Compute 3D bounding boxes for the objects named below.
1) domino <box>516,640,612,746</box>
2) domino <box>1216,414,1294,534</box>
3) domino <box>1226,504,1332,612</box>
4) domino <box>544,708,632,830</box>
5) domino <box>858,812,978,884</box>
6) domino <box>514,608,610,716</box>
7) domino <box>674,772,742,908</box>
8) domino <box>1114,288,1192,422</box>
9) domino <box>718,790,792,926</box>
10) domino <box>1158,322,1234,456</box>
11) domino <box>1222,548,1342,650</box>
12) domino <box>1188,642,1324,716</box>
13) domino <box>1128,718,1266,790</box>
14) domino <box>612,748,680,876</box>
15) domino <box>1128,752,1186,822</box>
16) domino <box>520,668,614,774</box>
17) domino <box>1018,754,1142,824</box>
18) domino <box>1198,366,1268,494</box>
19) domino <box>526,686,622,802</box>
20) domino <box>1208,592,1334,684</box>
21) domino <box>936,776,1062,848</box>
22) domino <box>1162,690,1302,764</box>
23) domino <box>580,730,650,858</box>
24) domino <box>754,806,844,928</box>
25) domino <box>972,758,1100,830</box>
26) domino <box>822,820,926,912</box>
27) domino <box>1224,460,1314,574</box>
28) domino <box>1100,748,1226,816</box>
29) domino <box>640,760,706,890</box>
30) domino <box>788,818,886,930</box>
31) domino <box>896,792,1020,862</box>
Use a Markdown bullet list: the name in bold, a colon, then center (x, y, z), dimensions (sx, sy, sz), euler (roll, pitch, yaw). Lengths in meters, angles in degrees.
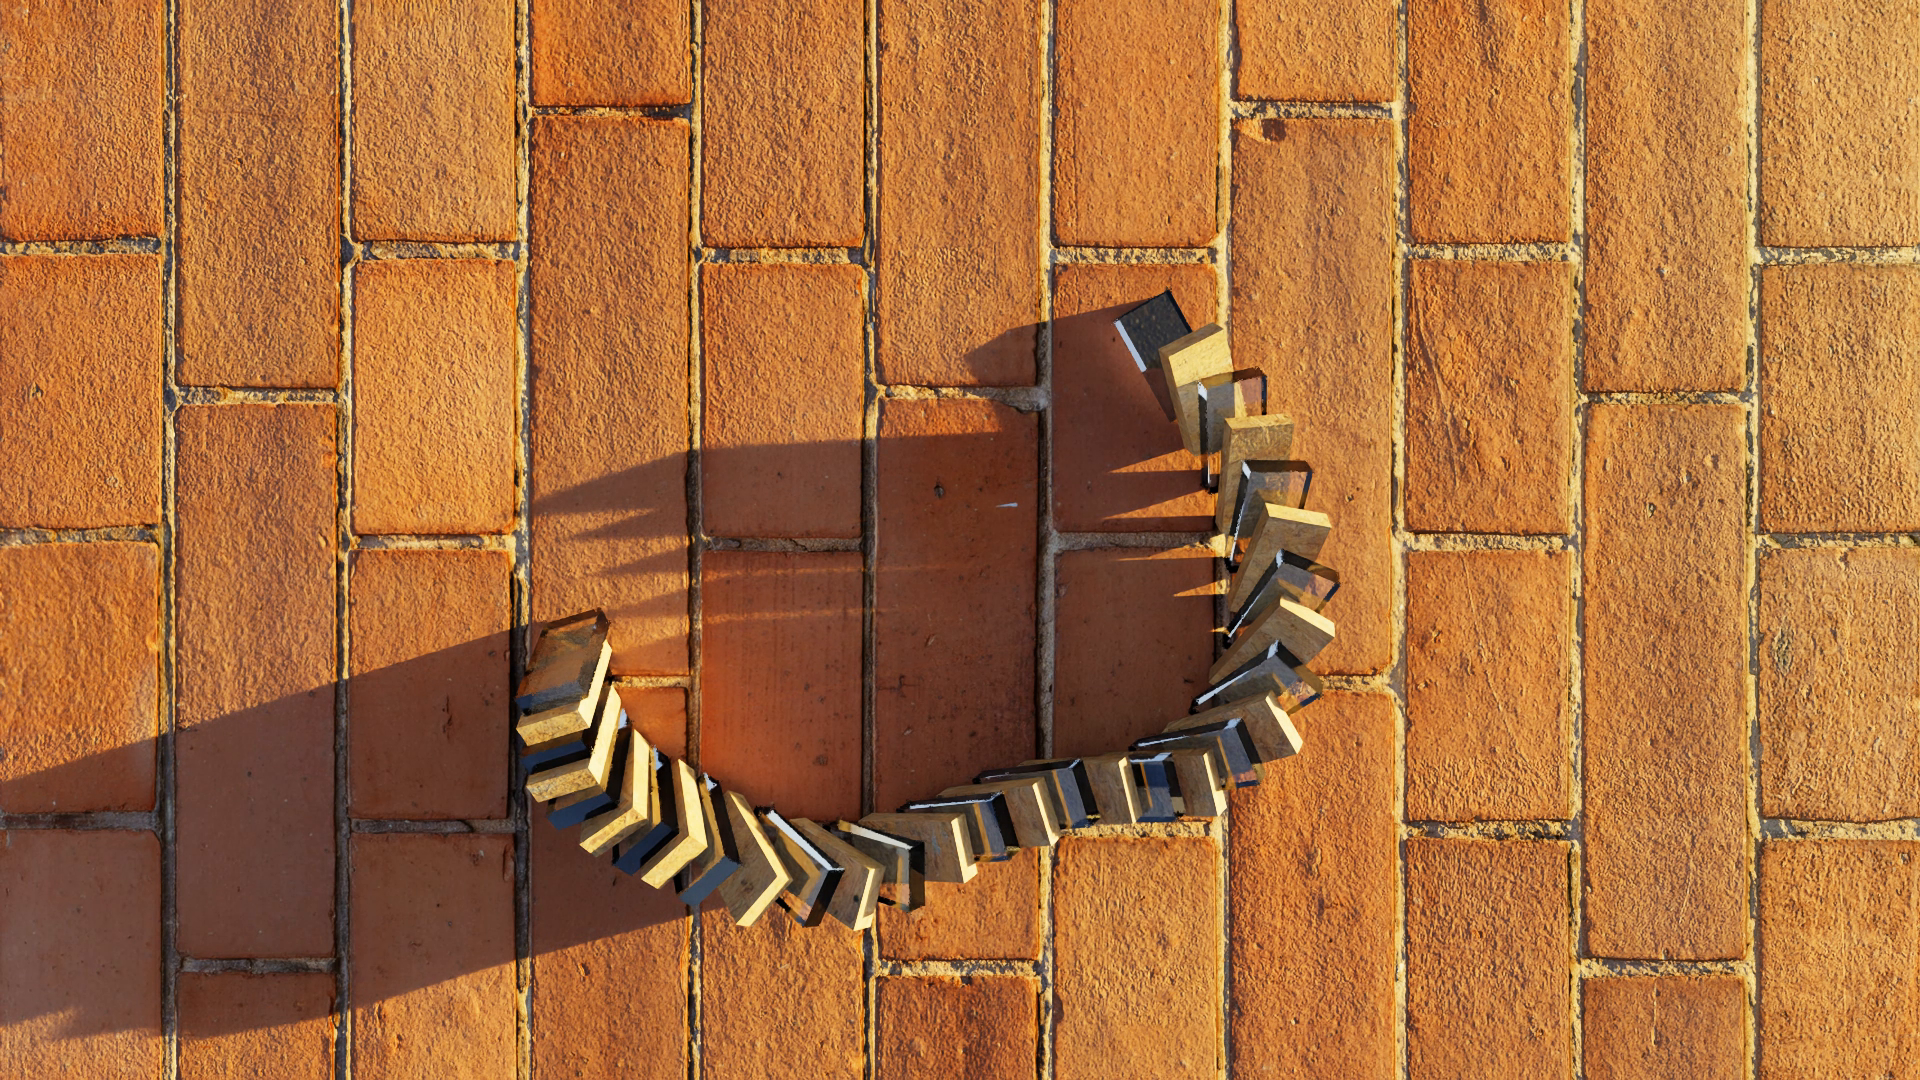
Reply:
- **domino**: center (-0.161, 0.060, 0.376), dimensions (0.025, 0.050, 0.009), euler (-17, 122, 0)
- **domino**: center (0.122, -0.027, 0.382), dimensions (0.025, 0.010, 0.050), euler (-5, 123, 0)
- **domino**: center (0.132, 0.010, 0.382), dimensions (0.025, 0.010, 0.050), euler (10, 126, 0)
- **domino**: center (-0.151, 0.093, 0.376), dimensions (0.025, 0.050, 0.009), euler (-21, 121, 0)
- **domino**: center (-0.018, 0.128, 0.382), dimensions (0.050, 0.009, 0.025), euler (-12, 90, 35)
- **domino**: center (-0.162, 0.049, 0.376), dimensions (0.025, 0.050, 0.009), euler (-17, 122, 0)
- **domino**: center (-0.107, 0.122, 0.377), dimensions (0.025, 0.050, 0.010), euler (-42, 126, 0)
- **domino**: center (0.090, -0.079, 0.395), dimensions (0.025, 0.009, 0.050), euler (-29, 90, 0)
- **domino**: center (-0.091, 0.131, 0.380), dimensions (0.025, 0.010, 0.050), euler (-49, 48, 1)
- **domino**: center (0.101, -0.062, 0.382), dimensions (0.025, 0.010, 0.050), euler (-27, 125, -2)
- **domino**: center (0.133, 0.029, 0.382), dimensions (0.025, 0.010, 0.050), euler (22, 125, 0)
- **domino**: center (0.122, 0.066, 0.381), dimensions (0.025, 0.010, 0.050), euler (42, 128, 0)
- **domino**: center (0.098, 0.092, 0.381), dimensions (0.050, 0.009, 0.025), euler (-23, 91, 37)
- **domino**: center (-0.130, 0.110, 0.376), dimensions (0.025, 0.050, 0.010), euler (-42, 121, 0)
- **domino**: center (0.066, 0.103, 0.381), dimensions (0.050, 0.010, 0.025), euler (-13, 90, 37)
- **domino**: center (-0.160, 0.072, 0.376), dimensions (0.025, 0.050, 0.010), euler (-17, 122, 0)
- **domino**: center (0.049, 0.104, 0.382), dimensions (0.050, 0.010, 0.025), euler (-13, 90, 35)
- **domino**: center (0.114, -0.045, 0.382), dimensions (0.025, 0.010, 0.050), euler (-13, 123, -1)
- **domino**: center (-0.157, 0.082, 0.376), dimensions (0.025, 0.050, 0.010), euler (-16, 122, 0)
- **domino**: center (0.129, 0.047, 0.382), dimensions (0.025, 0.010, 0.050), euler (30, 126, 0)
- **domino**: center (0.016, 0.115, 0.382), dimensions (0.050, 0.010, 0.025), euler (-17, 90, 35)
- **domino**: center (0.112, 0.082, 0.381), dimensions (0.050, 0.010, 0.025), euler (-30, 91, 37)
- **domino**: center (-0.141, 0.103, 0.376), dimensions (0.025, 0.050, 0.009), euler (-35, 121, 0)
- **domino**: center (-0.072, 0.135, 0.381), dimensions (0.050, 0.010, 0.025), euler (24, 90, 38)
- **domino**: center (0.031, 0.107, 0.382), dimensions (0.050, 0.010, 0.025), euler (-17, 90, 35)
- **domino**: center (-0.036, 0.134, 0.380), dimensions (0.050, 0.010, 0.025), euler (-1, 90, 40)
- **domino**: center (0.128, -0.009, 0.382), dimensions (0.025, 0.010, 0.050), euler (0, 124, 0)
- **domino**: center (0.082, 0.101, 0.381), dimensions (0.050, 0.009, 0.025), euler (-13, 91, 37)
- **domino**: center (-0.119, 0.115, 0.376), dimensions (0.025, 0.050, 0.009), euler (-42, 121, 0)
- **domino**: center (-0.055, 0.138, 0.381), dimensions (0.050, 0.010, 0.025), euler (15, 91, 39)
- **domino**: center (-0.001, 0.121, 0.382), dimensions (0.050, 0.010, 0.025), euler (-17, 90, 34)
